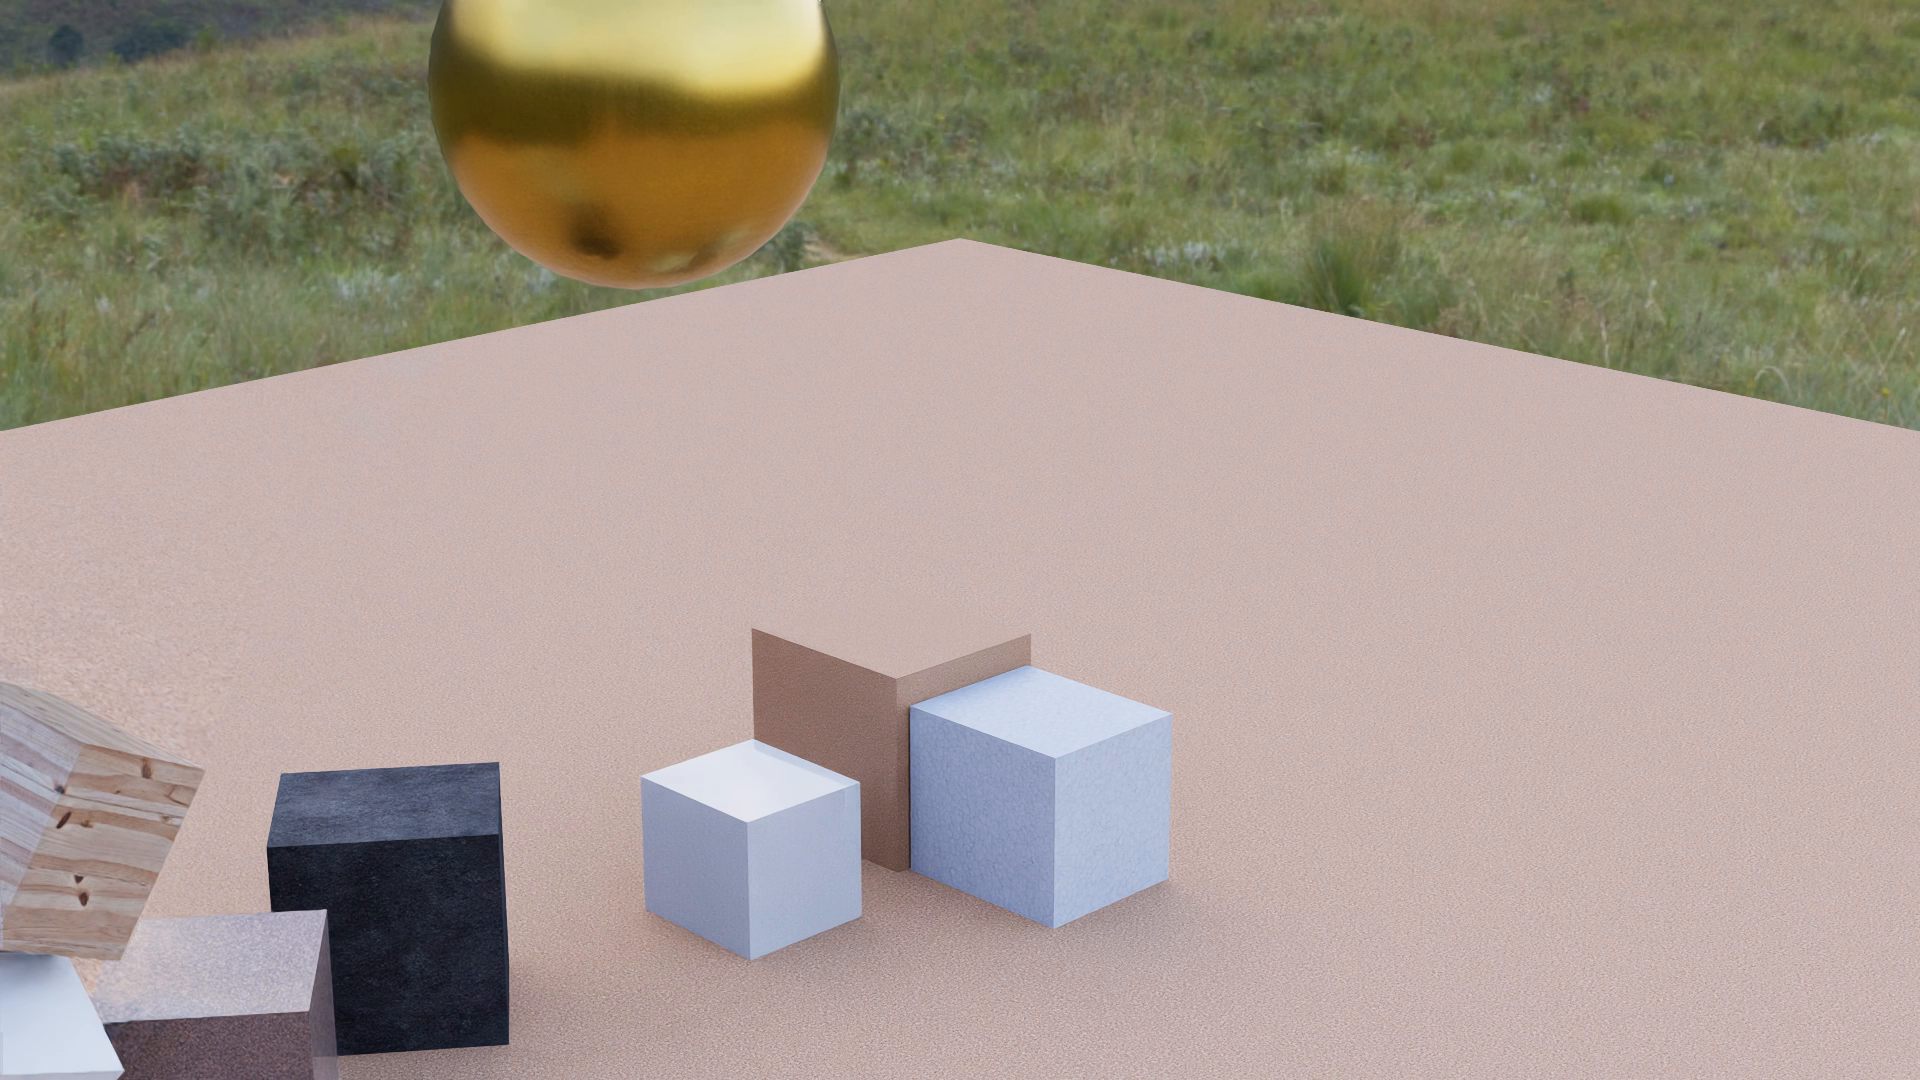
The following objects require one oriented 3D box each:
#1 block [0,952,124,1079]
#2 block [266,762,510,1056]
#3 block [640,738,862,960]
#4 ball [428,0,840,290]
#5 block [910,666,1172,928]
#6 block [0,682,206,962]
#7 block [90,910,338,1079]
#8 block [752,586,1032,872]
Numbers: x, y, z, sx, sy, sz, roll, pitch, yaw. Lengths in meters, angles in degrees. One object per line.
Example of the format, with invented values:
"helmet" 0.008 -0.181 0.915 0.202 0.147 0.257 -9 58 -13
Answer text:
"block" -3.340 1.787 9.958 0.623 0.572 0.528 11 36 -53
"block" -2.322 1.505 12.020 0.896 0.920 0.777 -3 18 -8
"block" -0.921 1.355 12.965 0.646 0.640 0.726 -16 24 -42
"ball" -1.268 -1.780 11.453 1.600 1.600 1.600 0 17 0
"block" 0.364 1.150 13.343 0.765 0.806 0.903 -17 24 -42
"block" -3.178 0.934 9.956 0.702 0.722 0.721 22 -4 21
"block" -2.745 1.936 10.846 0.780 0.803 0.862 -2 18 -7
"block" -0.325 0.879 13.965 0.878 0.949 0.990 -17 24 -42
